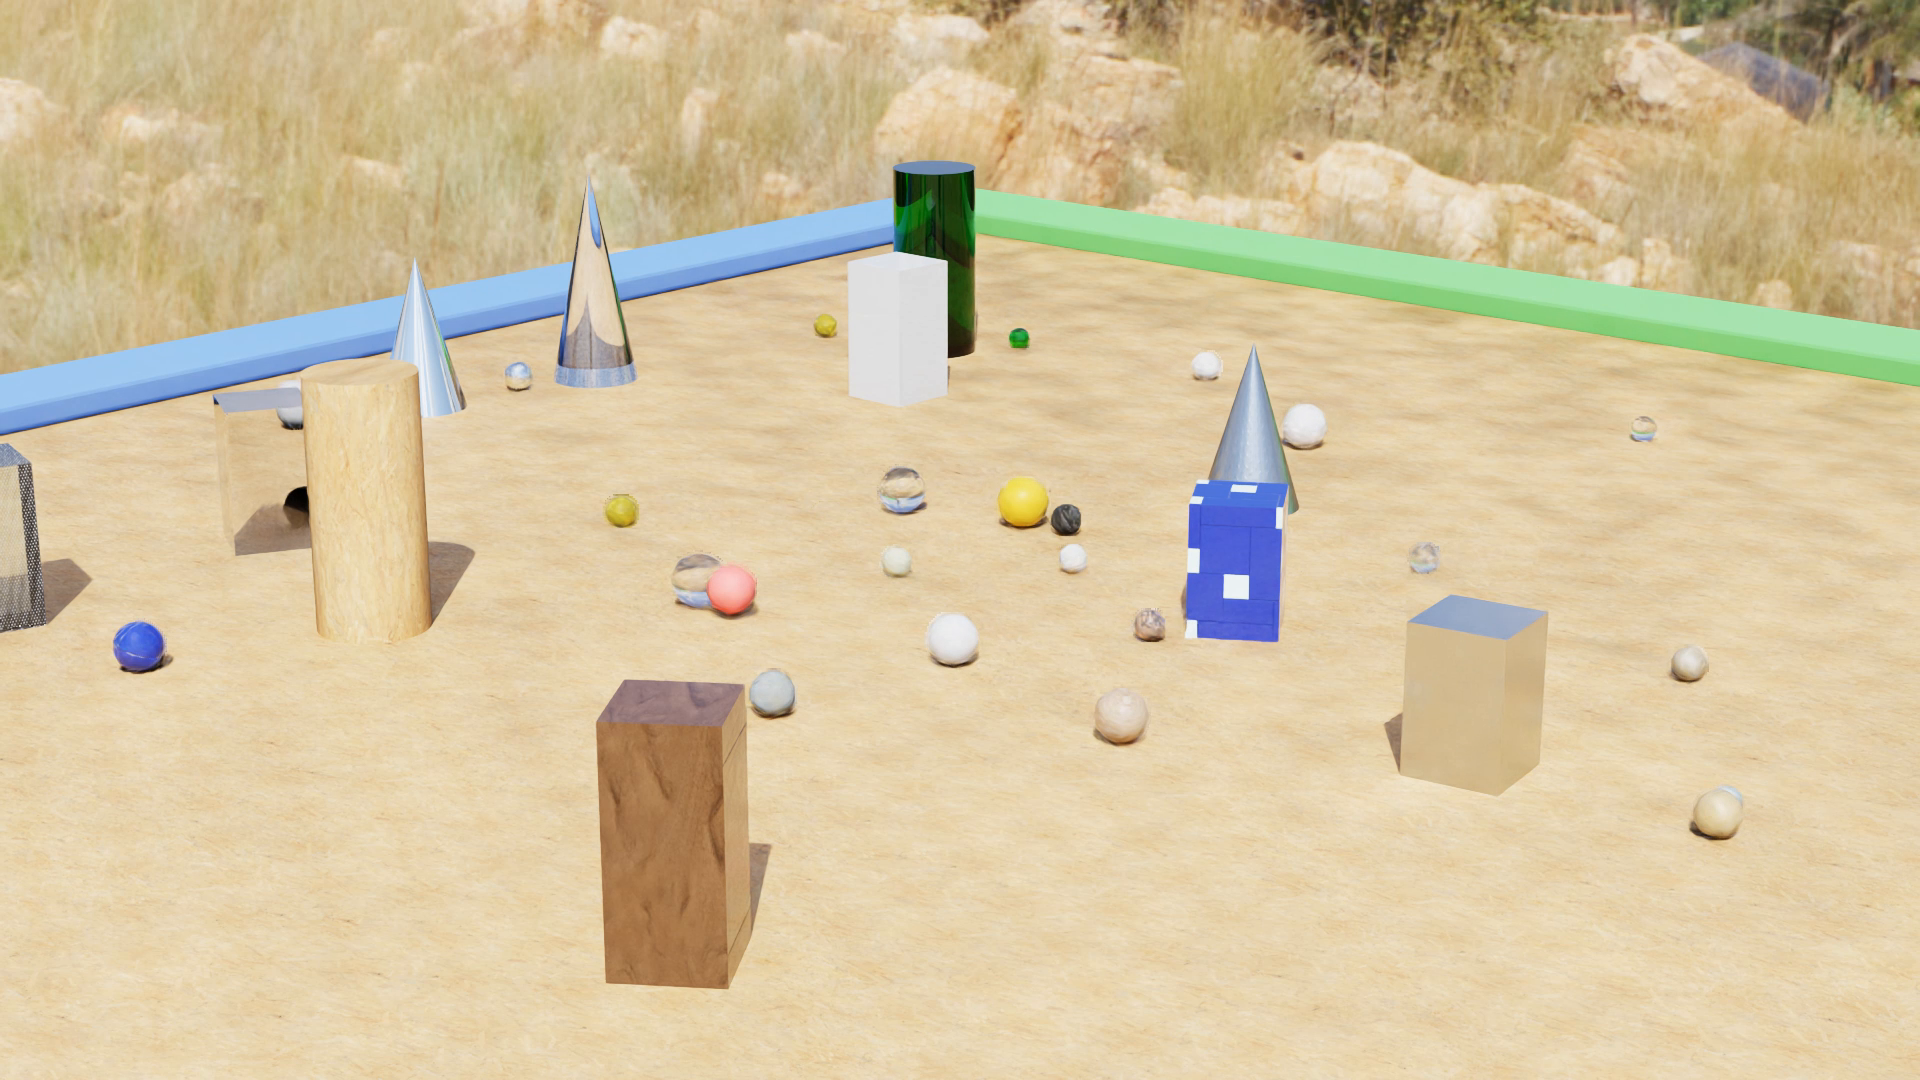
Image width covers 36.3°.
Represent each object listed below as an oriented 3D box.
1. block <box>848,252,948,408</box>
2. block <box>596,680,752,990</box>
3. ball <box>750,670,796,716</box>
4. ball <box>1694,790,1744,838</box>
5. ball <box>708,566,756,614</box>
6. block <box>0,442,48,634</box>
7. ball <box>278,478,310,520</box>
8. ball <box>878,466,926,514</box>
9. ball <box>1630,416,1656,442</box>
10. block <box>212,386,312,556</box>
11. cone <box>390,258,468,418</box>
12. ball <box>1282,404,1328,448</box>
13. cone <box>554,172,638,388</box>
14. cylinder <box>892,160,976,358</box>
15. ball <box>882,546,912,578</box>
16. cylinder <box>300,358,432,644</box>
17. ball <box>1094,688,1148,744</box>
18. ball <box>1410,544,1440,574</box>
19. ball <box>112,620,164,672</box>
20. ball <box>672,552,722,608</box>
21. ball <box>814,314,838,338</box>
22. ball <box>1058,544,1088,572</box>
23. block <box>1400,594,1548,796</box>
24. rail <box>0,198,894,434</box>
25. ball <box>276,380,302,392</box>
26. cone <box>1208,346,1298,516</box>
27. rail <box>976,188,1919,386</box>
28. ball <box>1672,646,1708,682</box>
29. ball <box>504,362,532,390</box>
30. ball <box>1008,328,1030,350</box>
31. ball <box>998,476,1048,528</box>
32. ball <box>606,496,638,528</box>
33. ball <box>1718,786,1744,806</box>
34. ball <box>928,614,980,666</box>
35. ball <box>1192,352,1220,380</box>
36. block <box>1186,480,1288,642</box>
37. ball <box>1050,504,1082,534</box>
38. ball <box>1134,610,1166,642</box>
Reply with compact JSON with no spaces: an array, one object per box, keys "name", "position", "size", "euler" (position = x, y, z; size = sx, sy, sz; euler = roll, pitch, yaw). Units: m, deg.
[{"name":"block","position":[-0.137,-0.466,6.465],"size":[0.154,0.302,0.154],"euler":[15,22,40]},{"name":"block","position":[-0.353,0.364,3.642],"size":[0.154,0.345,0.154],"euler":[2,17,6]},{"name":"ball","position":[-0.290,0.238,4.533],"size":[0.072,0.072,0.072],"euler":[0,17,0]},{"name":"ball","position":[1.052,0.380,4.068],"size":[0.068,0.068,0.068],"euler":[0,17,0]},{"name":"ball","position":[-0.389,0.084,4.988],"size":[0.083,0.083,0.083],"euler":[0,17,0]},{"name":"block","position":[-1.652,0.001,4.948],"size":[0.154,0.285,0.154],"euler":[-10,19,-30]},{"name":"ball","position":[-1.252,-0.077,5.564],"size":[0.079,0.079,0.079],"euler":[0,17,0]},{"name":"ball","position":[-0.111,-0.096,5.606],"size":[0.090,0.090,0.090],"euler":[0,17,0]},{"name":"ball","position":[1.427,-0.232,6.121],"size":[0.054,0.054,0.054],"euler":[0,17,0]},{"name":"block","position":[-1.278,-0.128,5.404],"size":[0.154,0.269,0.154],"euler":[-6,18,-20]},{"name":"cone","position":[-1.174,-0.451,6.361],"size":[0.193,0.333,0.193],"euler":[0,17,0]},{"name":"ball","position":[0.713,-0.236,6.066],"size":[0.093,0.093,0.093],"euler":[0,17,0]},{"name":"cone","position":[-0.827,-0.596,6.596],"size":[0.193,0.476,0.193],"euler":[0,17,0]},{"name":"cylinder","position":[-0.060,-0.658,6.875],"size":[0.193,0.433,0.193],"euler":[0,17,0]},{"name":"ball","position":[-0.112,0.039,5.221],"size":[0.054,0.054,0.054],"euler":[0,17,0]},{"name":"cylinder","position":[-0.991,-0.066,4.900],"size":[0.193,0.441,0.193],"euler":[0,17,0]},{"name":"ball","position":[0.243,0.265,4.424],"size":[0.083,0.083,0.083],"euler":[0,17,0]},{"name":"ball","position":[0.831,0.033,5.245],"size":[0.052,0.052,0.052],"euler":[0,17,0]},{"name":"ball","position":[-1.327,0.171,4.736],"size":[0.082,0.082,0.082],"euler":[0,17,0]},{"name":"ball","position":[-0.450,0.069,5.051],"size":[0.095,0.095,0.095],"euler":[0,17,0]},{"name":"ball","position":[-0.324,-0.516,7.057],"size":[0.057,0.057,0.057],"euler":[0,17,0]},{"name":"ball","position":[0.202,0.033,5.246],"size":[0.052,0.052,0.052],"euler":[0,17,0]},{"name":"block","position":[0.752,0.225,4.288],"size":[0.154,0.238,0.154],"euler":[11,20,32]},{"name":"rail","position":[-1.673,-0.388,6.511],"size":[0.045,0.125,5.115],"euler":[14,22,39]},{"name":"ball","position":[-1.427,-0.297,6.272],"size":[0.091,0.091,0.091],"euler":[0,17,0]},{"name":"cone","position":[0.559,-0.222,5.620],"size":[0.193,0.323,0.193],"euler":[0,17,0]},{"name":"rail","position":[1.661,-0.522,6.952],"size":[4.480,0.125,0.045],"euler":[14,22,39]},{"name":"ball","position":[1.166,0.198,4.691],"size":[0.056,0.056,0.056],"euler":[0,17,0]},{"name":"ball","position":[-0.986,-0.366,6.549],"size":[0.063,0.063,0.063],"euler":[0,17,0]},{"name":"ball","position":[0.141,-0.477,6.937],"size":[0.050,0.050,0.050],"euler":[0,17,0]},{"name":"ball","position":[0.119,-0.072,5.517],"size":[0.096,0.096,0.096],"euler":[0,17,0]},{"name":"ball","position":[-0.637,-0.053,5.517],"size":[0.060,0.060,0.060],"euler":[0,17,0]},{"name":"ball","position":[1.085,0.369,4.146],"size":[0.043,0.043,0.043],"euler":[0,17,0]},{"name":"ball","position":[-0.011,0.161,4.764],"size":[0.084,0.084,0.084],"euler":[0,17,0]},{"name":"ball","position":[0.557,-0.393,6.632],"size":[0.066,0.066,0.066],"euler":[0,17,0]},{"name":"block","position":[0.467,0.034,4.931],"size":[0.154,0.231,0.154],"euler":[3,17,9]},{"name":"ball","position":[0.199,-0.038,5.471],"size":[0.058,0.058,0.058],"euler":[0,17,0]},{"name":"ball","position":[0.316,0.142,4.883],"size":[0.053,0.053,0.053],"euler":[0,17,0]}]
